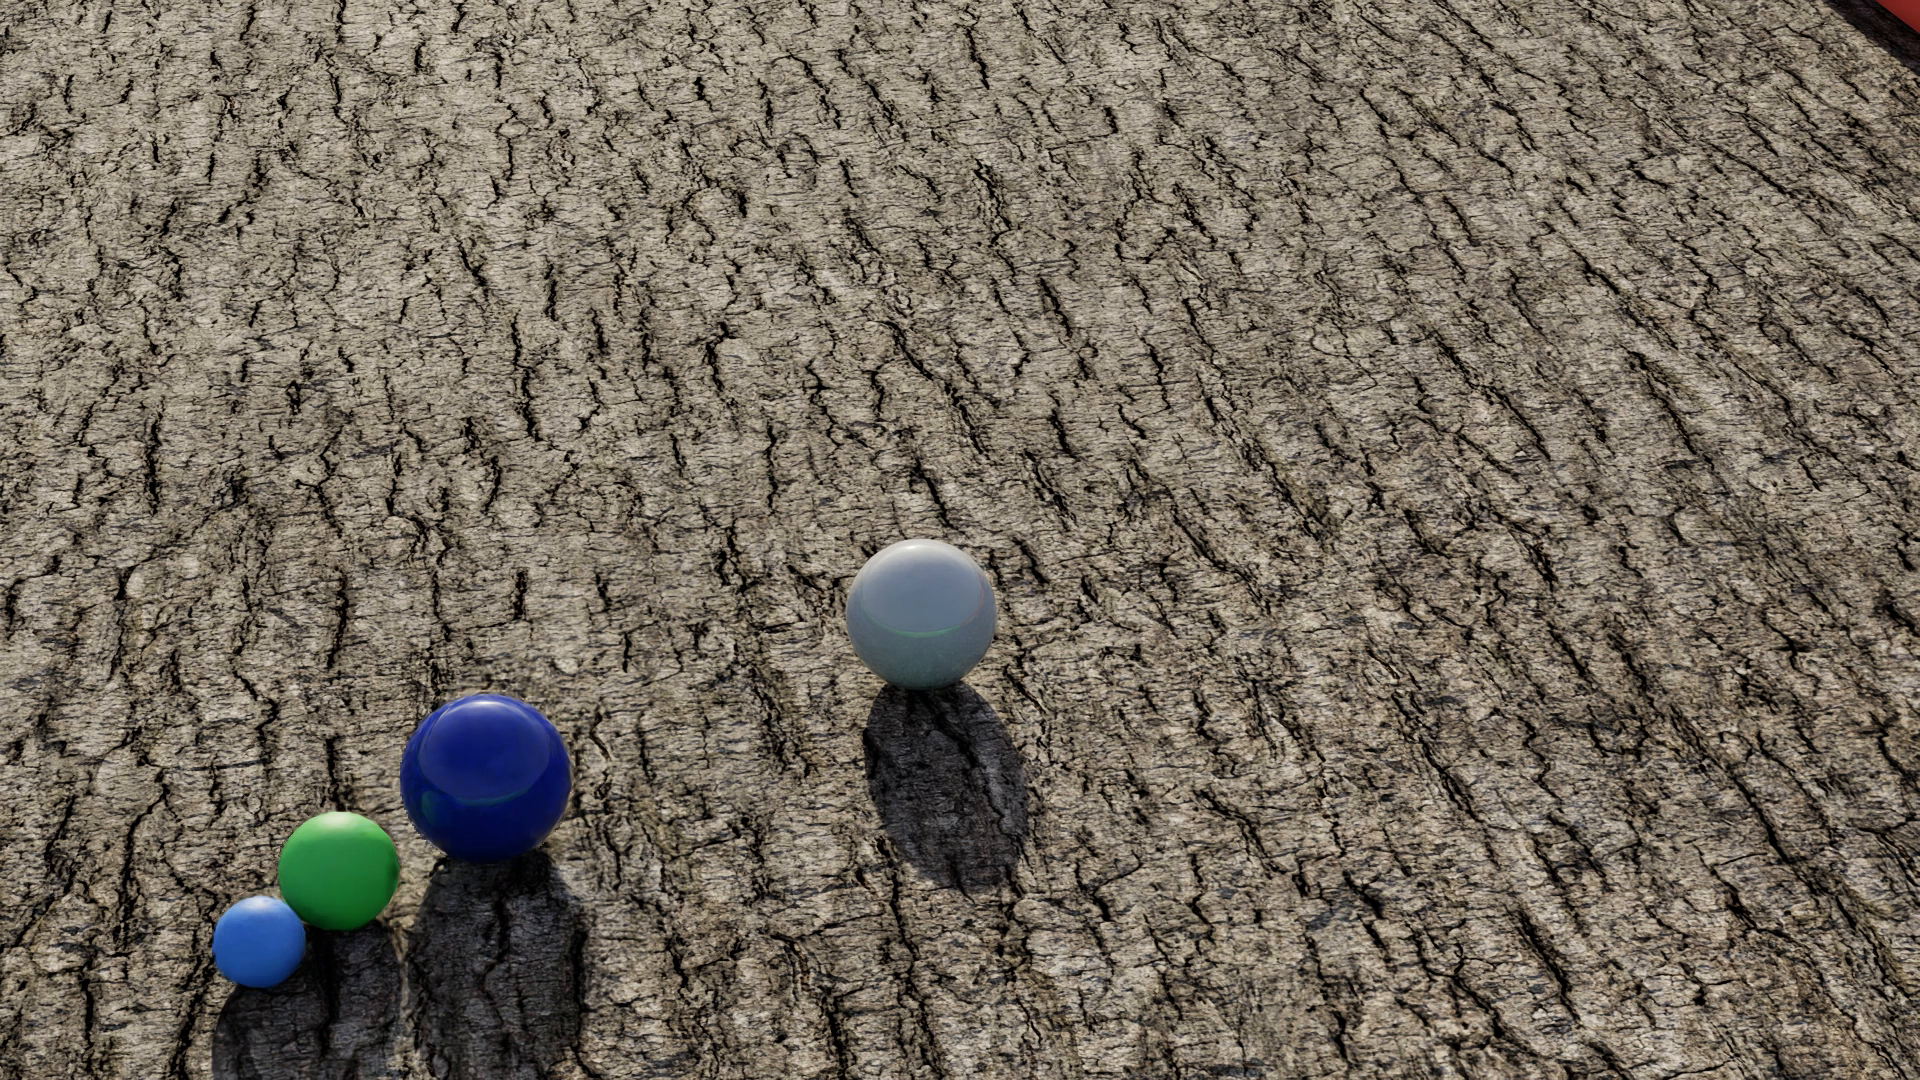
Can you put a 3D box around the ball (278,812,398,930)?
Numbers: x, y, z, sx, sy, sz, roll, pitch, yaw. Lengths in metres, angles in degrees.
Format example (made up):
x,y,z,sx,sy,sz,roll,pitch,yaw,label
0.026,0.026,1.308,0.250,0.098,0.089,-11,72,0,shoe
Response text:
x,y,z,sx,sy,sz,roll,pitch,yaw,label
-0.305,0.162,1.442,0.058,0.058,0.058,0,30,0,ball

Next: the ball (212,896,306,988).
x,y,z,sx,sy,sz,roll,pitch,yaw,label
-0.335,0.192,1.405,0.044,0.044,0.044,0,30,0,ball

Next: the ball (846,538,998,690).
x,y,z,sx,sy,sz,roll,pitch,yaw,label
-0.021,0.041,1.628,0.084,0.084,0.084,0,30,0,ball

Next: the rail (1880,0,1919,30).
x,y,z,sx,sy,sz,roll,pitch,yaw,label
0.782,-0.578,2.671,0.045,0.122,3.852,-5,30,-9,rail

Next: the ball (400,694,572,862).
x,y,z,sx,sy,sz,roll,pitch,yaw,label
-0.239,0.120,1.488,0.086,0.086,0.086,0,30,0,ball
